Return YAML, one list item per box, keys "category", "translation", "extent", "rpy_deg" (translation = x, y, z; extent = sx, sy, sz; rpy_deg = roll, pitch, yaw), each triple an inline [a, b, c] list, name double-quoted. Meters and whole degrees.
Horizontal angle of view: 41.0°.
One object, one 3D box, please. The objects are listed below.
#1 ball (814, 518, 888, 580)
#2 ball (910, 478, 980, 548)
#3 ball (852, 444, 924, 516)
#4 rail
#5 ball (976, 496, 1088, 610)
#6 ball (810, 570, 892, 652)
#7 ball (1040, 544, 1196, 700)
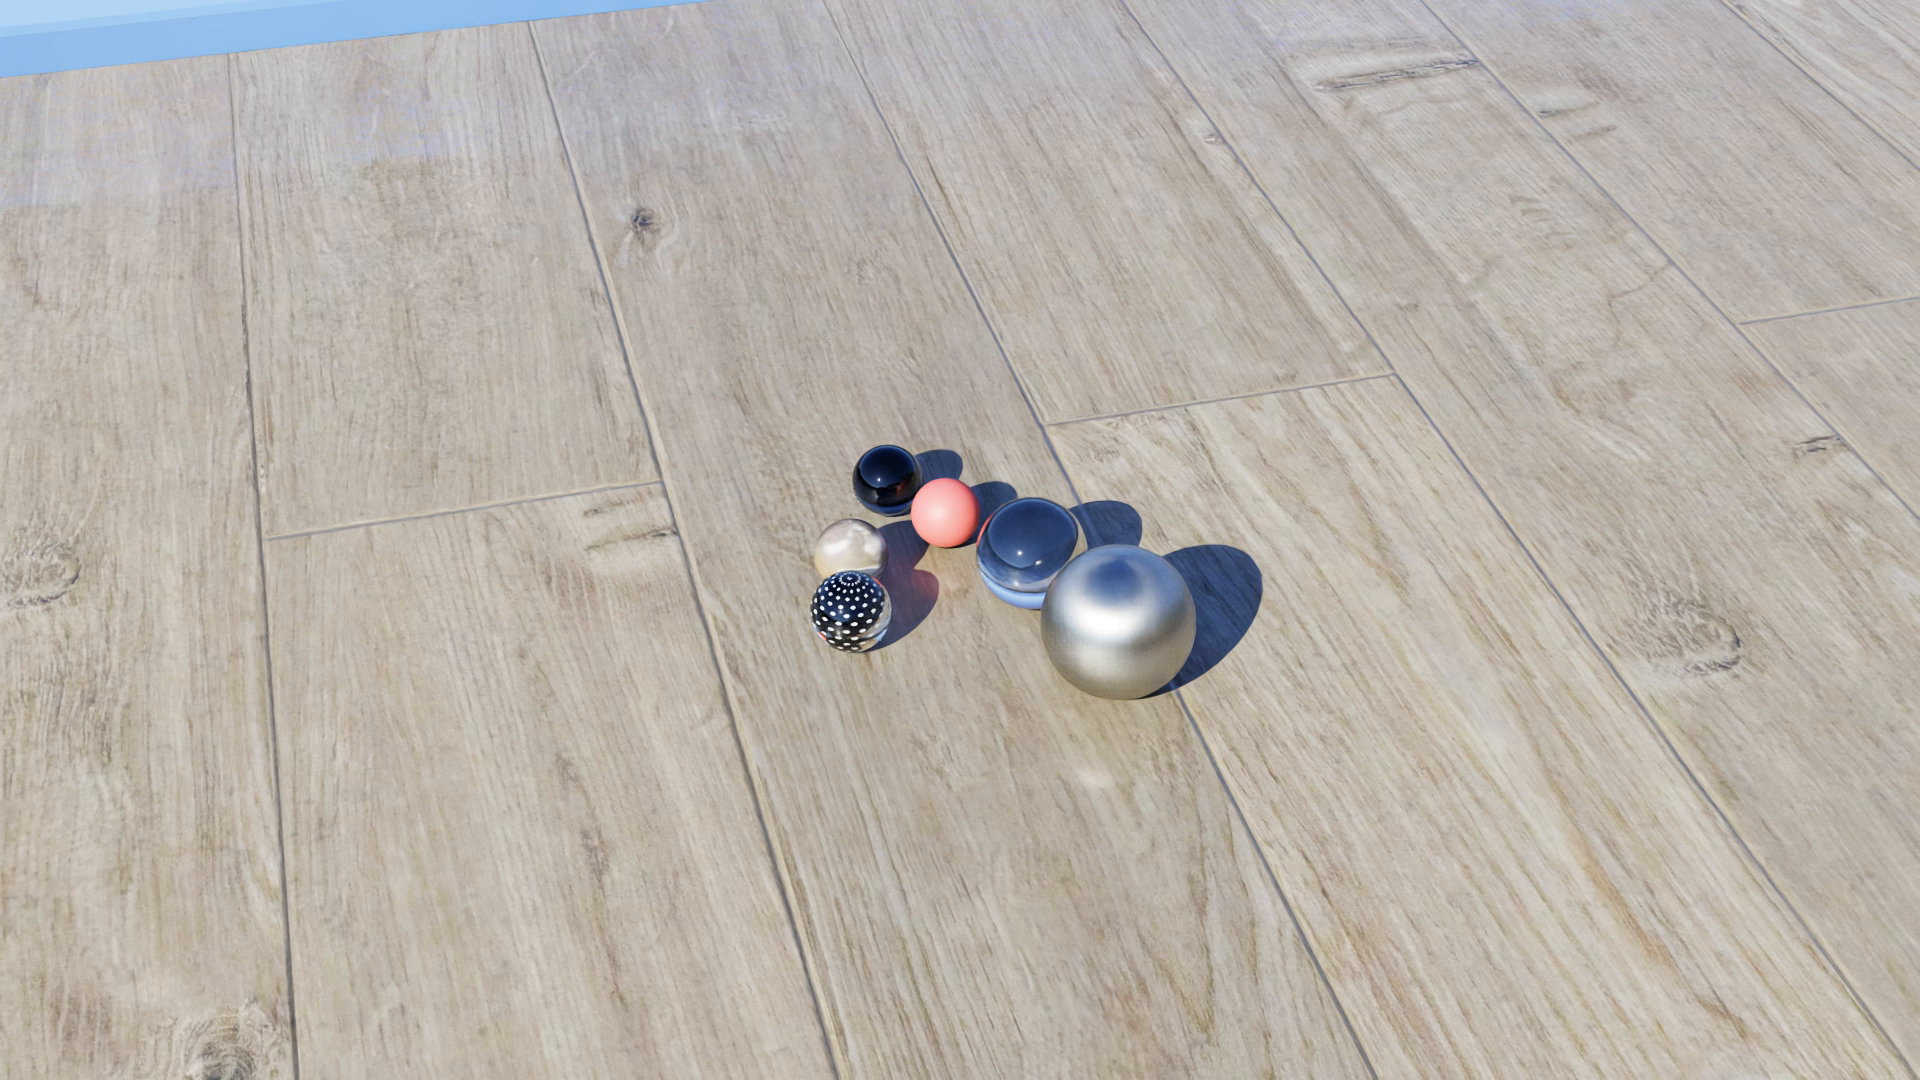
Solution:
- category: "ball"
  translation: [-0.065, 0.009, 1.530]
  extent: [0.044, 0.044, 0.044]
  rpy_deg: [0, 36, 0]
- category: "ball"
  translation: [-0.009, -0.017, 1.567]
  extent: [0.043, 0.043, 0.043]
  rpy_deg: [0, 36, 0]
- category: "ball"
  translation: [-0.045, -0.037, 1.593]
  extent: [0.045, 0.045, 0.045]
  rpy_deg: [0, 36, 0]
- category: "rail"
  translation: [0.547, -0.617, 2.321]
  extent: [3.125, 0.115, 0.045]
  rpy_deg: [-9, 37, -12]
- category: "ball"
  translation: [0.042, 0.008, 1.513]
  extent: [0.067, 0.067, 0.067]
  rpy_deg: [0, 36, 0]
- category: "ball"
  translation: [-0.063, 0.041, 1.484]
  extent: [0.048, 0.048, 0.048]
  rpy_deg: [0, 36, 0]
- category: "ball"
  translation: [0.089, 0.046, 1.444]
  extent: [0.088, 0.088, 0.088]
  rpy_deg: [0, 36, 0]
